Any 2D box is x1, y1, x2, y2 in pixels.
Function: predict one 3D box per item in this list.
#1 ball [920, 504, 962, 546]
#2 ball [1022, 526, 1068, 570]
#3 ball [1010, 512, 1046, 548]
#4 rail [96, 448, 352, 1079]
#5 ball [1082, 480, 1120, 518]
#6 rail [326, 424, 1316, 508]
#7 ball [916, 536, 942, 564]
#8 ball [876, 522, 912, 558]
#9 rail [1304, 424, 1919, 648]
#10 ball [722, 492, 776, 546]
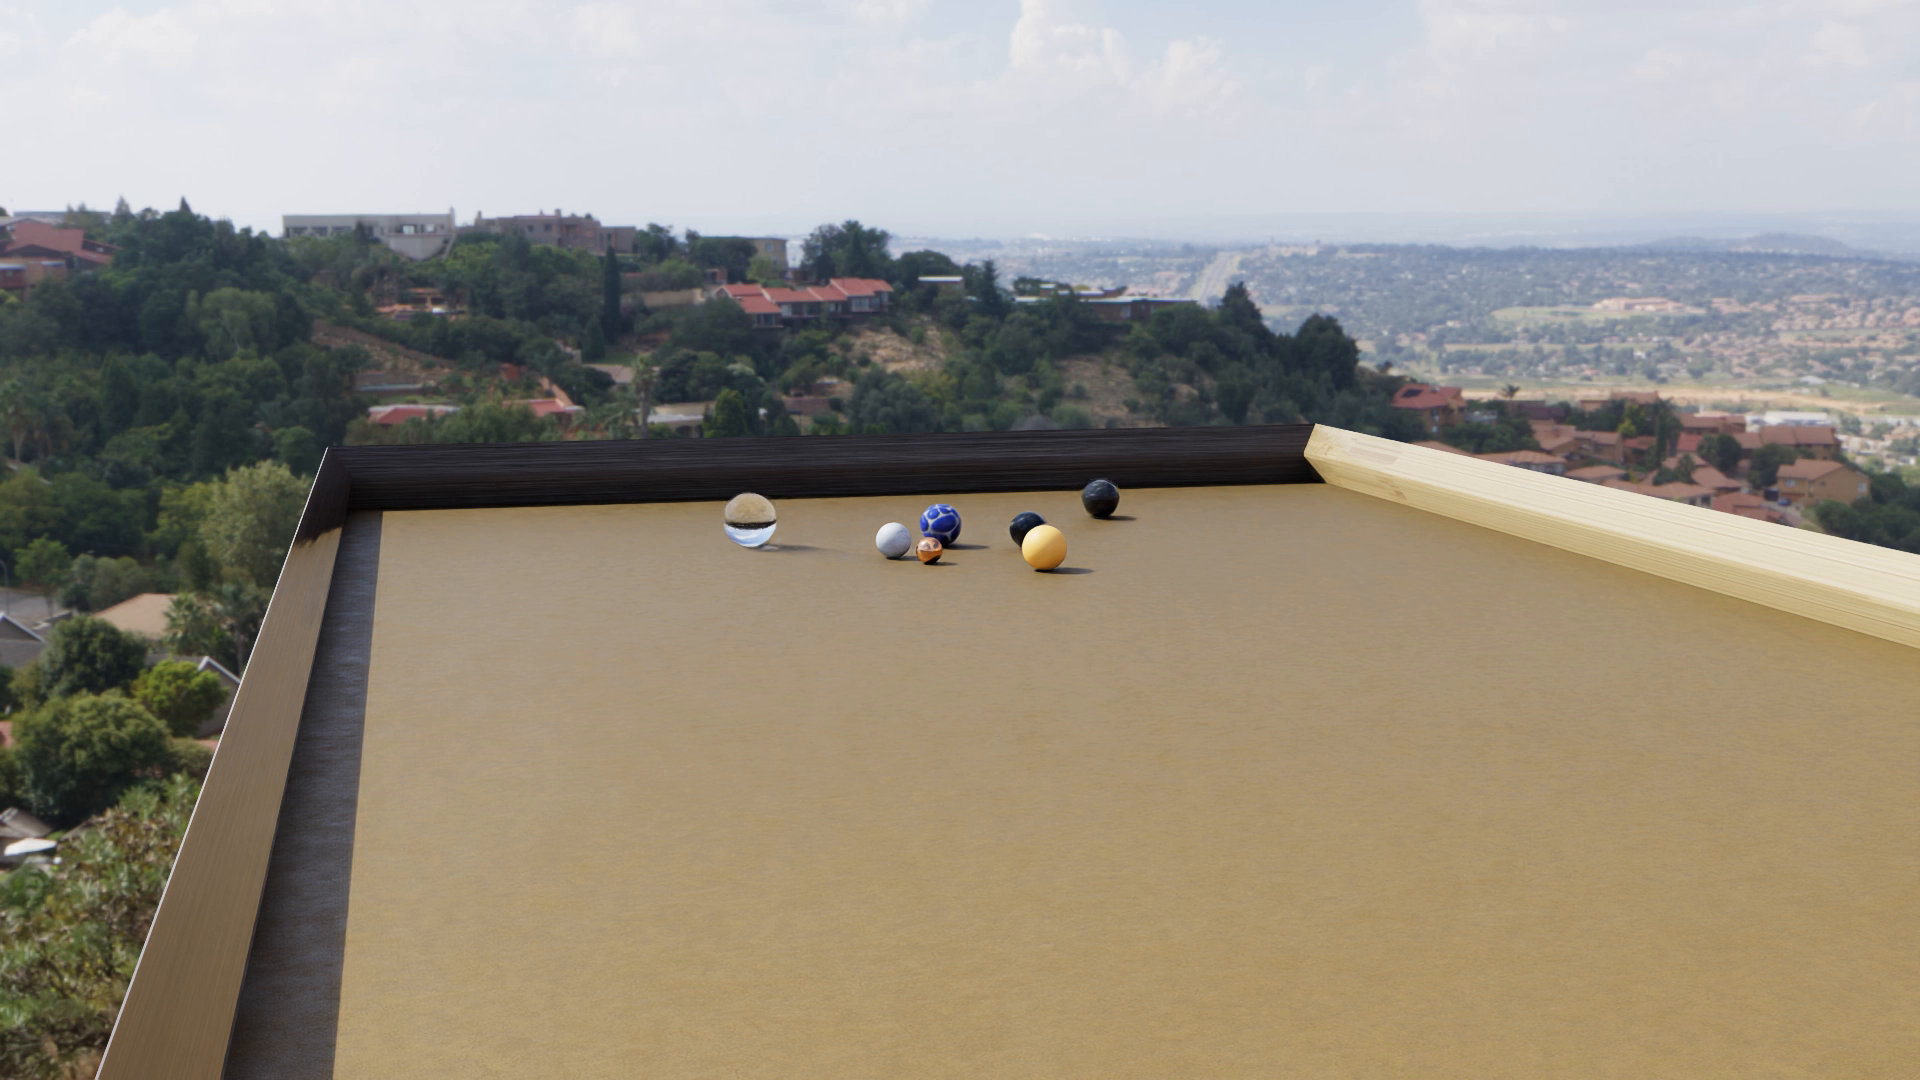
[{"bbox_3d":[-0.031,-0.025,3.626,0.069,0.069,0.069,0,8,0],"label":"ball"},{"bbox_3d":[0.130,0.012,3.370,0.069,0.069,0.069,0,8,0],"label":"ball"},{"bbox_3d":[0.111,-0.016,3.601,0.060,0.060,0.060,0,8,0],"label":"ball"},{"bbox_3d":[-0.717,0.132,2.359,0.045,0.115,3.643,-2,8,-14],"label":"rail"},{"bbox_3d":[0.255,-0.075,3.983,0.068,0.068,0.068,0,8,0],"label":"ball"},{"bbox_3d":[-0.214,-0.147,4.316,1.978,0.115,0.045,-2,8,-14],"label":"rail"},{"bbox_3d":[-0.048,0.016,3.438,0.042,0.042,0.042,0,8,0],"label":"ball"},{"bbox_3d":[-0.105,0.001,3.495,0.057,0.057,0.057,0,8,0],"label":"ball"},{"bbox_3d":[1.156,0.067,2.819,0.045,0.115,3.643,-2,8,-14],"label":"rail"},{"bbox_3d":[-0.346,-0.033,3.618,0.089,0.089,0.089,0,8,0],"label":"ball"}]
